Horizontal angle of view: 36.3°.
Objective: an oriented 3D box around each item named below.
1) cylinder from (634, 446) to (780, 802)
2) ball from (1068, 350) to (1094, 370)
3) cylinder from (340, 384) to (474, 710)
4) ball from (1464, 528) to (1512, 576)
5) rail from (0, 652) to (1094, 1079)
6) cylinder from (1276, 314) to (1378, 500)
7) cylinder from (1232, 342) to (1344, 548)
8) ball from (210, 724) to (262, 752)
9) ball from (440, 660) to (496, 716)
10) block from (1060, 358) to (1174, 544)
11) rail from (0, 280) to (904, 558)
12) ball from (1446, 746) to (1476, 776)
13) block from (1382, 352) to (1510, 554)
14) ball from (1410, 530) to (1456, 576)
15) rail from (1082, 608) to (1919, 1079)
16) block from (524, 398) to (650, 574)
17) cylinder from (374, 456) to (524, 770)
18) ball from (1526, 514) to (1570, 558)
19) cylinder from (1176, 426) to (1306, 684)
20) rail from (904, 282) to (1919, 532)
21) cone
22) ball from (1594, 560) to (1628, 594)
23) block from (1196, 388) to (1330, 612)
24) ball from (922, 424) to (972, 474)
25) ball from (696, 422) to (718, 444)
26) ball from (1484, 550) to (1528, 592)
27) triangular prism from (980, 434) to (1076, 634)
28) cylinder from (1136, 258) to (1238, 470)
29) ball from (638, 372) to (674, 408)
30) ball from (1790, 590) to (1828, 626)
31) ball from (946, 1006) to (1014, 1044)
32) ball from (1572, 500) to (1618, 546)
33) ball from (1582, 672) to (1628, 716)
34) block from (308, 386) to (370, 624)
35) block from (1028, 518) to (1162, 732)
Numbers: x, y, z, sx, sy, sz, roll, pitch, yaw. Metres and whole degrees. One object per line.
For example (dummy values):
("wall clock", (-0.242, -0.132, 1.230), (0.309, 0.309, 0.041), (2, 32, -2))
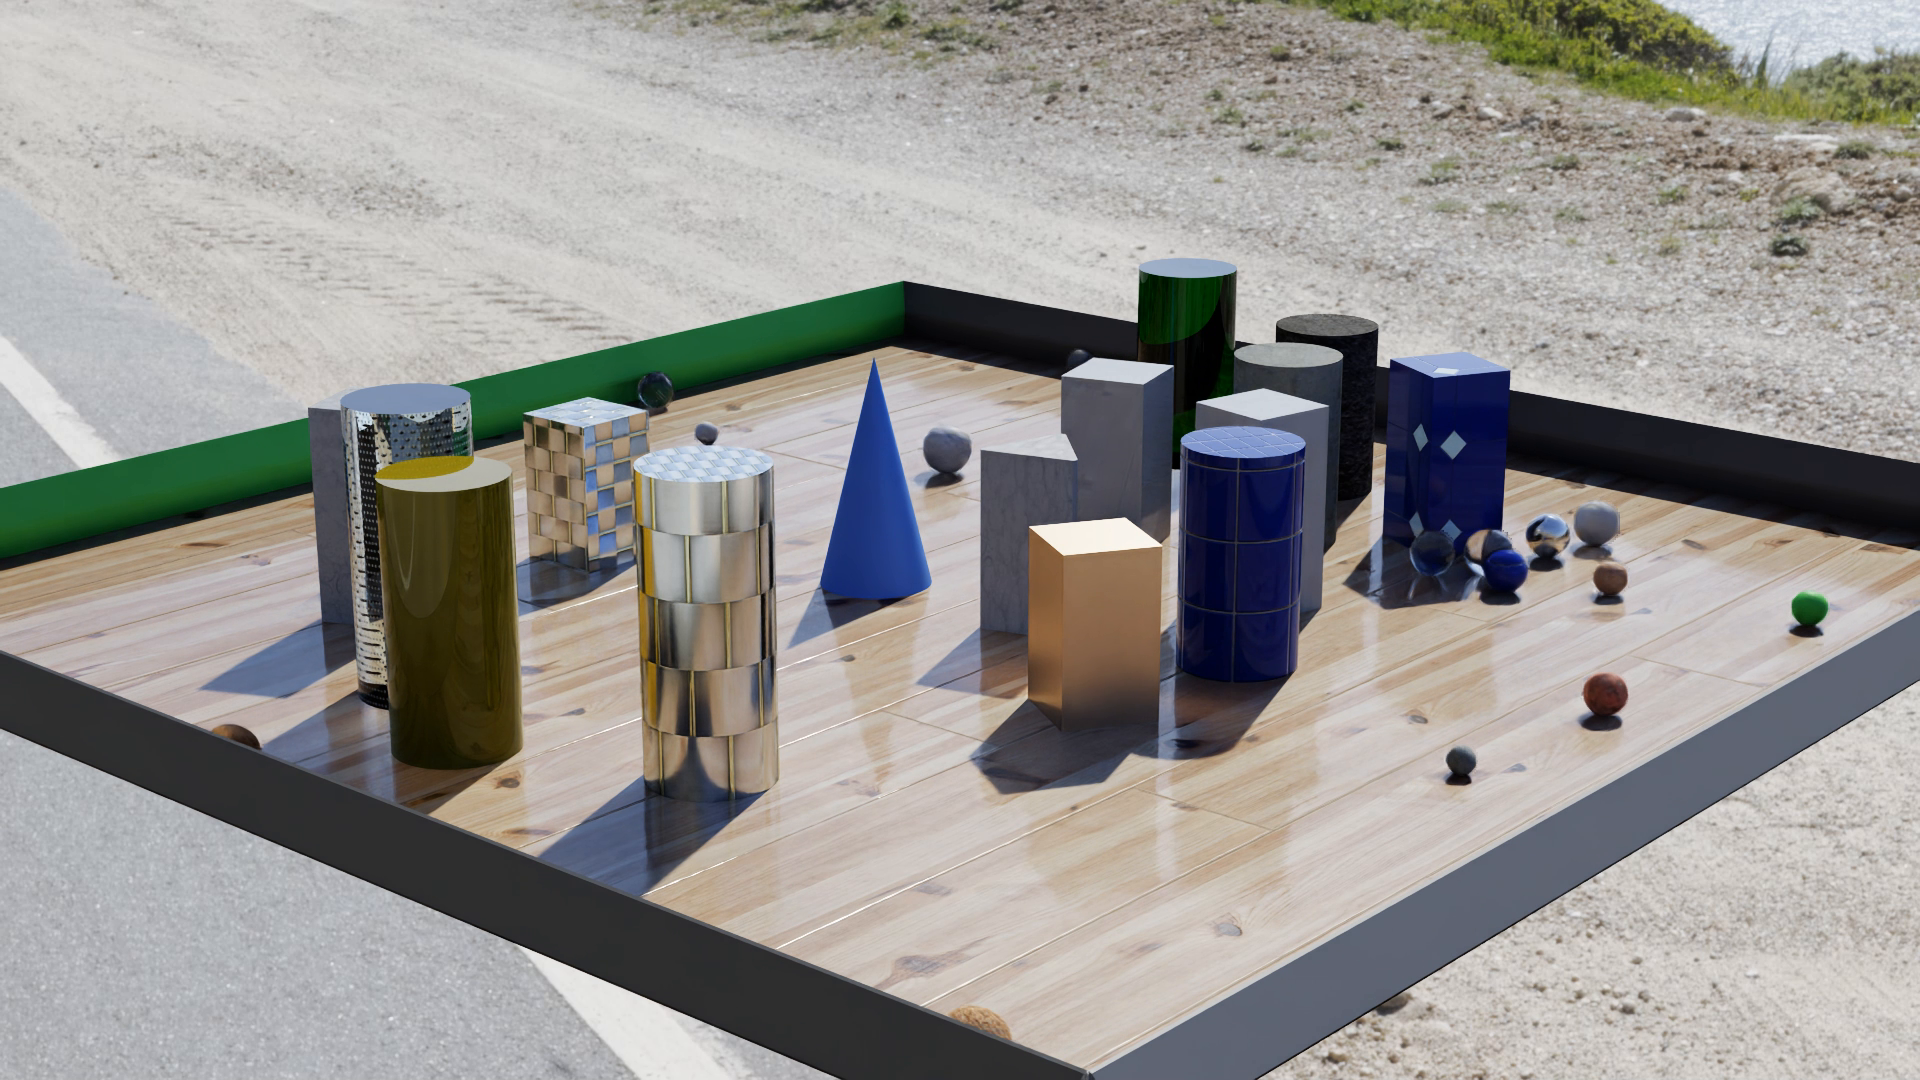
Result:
("cylinder", (-0.364, 0.119, 4.232), (0.199, 0.477, 0.199), (0, 17, 0))
("ball", (0.277, -0.404, 6.689), (0.061, 0.061, 0.061), (0, 17, 0))
("cylinder", (-0.855, 0.010, 4.593), (0.199, 0.478, 0.199), (0, 17, 0))
("ball", (0.943, 0.023, 5.229), (0.087, 0.087, 0.087), (0, 17, 0))
("rail", (-0.950, 0.348, 4.072), (2.920, 0.129, 0.045), (14, 22, 39))
("cylinder", (0.715, -0.262, 5.753), (0.199, 0.329, 0.199), (0, 17, 0))
("cylinder", (0.601, -0.172, 5.418), (0.199, 0.350, 0.199), (0, 17, 0))
("ball", (-1.060, 0.314, 4.253), (0.093, 0.093, 0.093), (0, 17, 0))
("ball", (-0.764, 0.229, 4.546), (0.085, 0.085, 0.085), (0, 17, 0))
("block", (0.289, -0.154, 5.403), (0.159, 0.325, 0.159), (7, 18, 23))
("rail", (-1.084, -0.239, 6.021), (0.045, 0.129, 2.946), (14, 22, 39))
("ball", (0.736, 0.323, 4.305), (0.044, 0.044, 0.044), (0, 17, 0))
("block", (0.894, -0.159, 5.398), (0.159, 0.337, 0.159), (-6, 18, -20))
("ball", (0.843, 0.024, 5.236), (0.080, 0.080, 0.080), (0, 17, 0))
("rail", (1.084, 0.304, 4.218), (0.045, 0.129, 2.946), (14, 22, 39))
("block", (-0.674, -0.101, 5.322), (0.159, 0.270, 0.159), (14, 21, 38))
("cylinder", (-0.757, 0.107, 4.361), (0.199, 0.426, 0.199), (0, 17, 0))
("ball", (1.071, -0.008, 5.343), (0.080, 0.080, 0.080), (0, 17, 0))
("cylinder", (0.452, 0.022, 4.734), (0.199, 0.374, 0.199), (0, 17, 0))
("rail", (0.950, -0.283, 6.167), (2.920, 0.129, 0.045), (14, 22, 39))
("cone", (-0.149, -0.122, 5.149), (0.199, 0.411, 0.199), (0, 17, 0))
("ball", (1.140, 0.066, 5.132), (0.060, 0.060, 0.060), (0, 17, 0))
("block", (0.513, -0.059, 5.029), (0.159, 0.359, 0.159), (-13, 21, -36))
("ball", (-0.026, -0.184, 5.893), (0.099, 0.099, 0.099), (0, 17, 0))
("ball", (-0.527, -0.222, 6.110), (0.047, 0.047, 0.047), (0, 17, 0))
("ball", (0.958, 0.054, 5.144), (0.076, 0.076, 0.076), (0, 17, 0))
("triangular prism", (0.143, -0.011, 4.950), (0.172, 0.312, 0.149), (8, 18, 24))
("cylinder", (0.459, -0.359, 5.962), (0.199, 0.395, 0.199), (0, 17, 0))
("ball", (-0.665, -0.328, 6.408), (0.078, 0.078, 0.078), (0, 17, 0))
("ball", (1.439, 0.115, 4.967), (0.060, 0.060, 0.060), (0, 17, 0))
("ball", (0.014, 0.582, 3.361), (0.094, 0.094, 0.094), (0, 17, 0))
("ball", (1.174, -0.031, 5.415), (0.083, 0.083, 0.083), (0, 17, 0))
("ball", (1.000, 0.238, 4.545), (0.069, 0.069, 0.069), (0, 17, 0))
("block", (-0.988, -0.057, 4.992), (0.159, 0.375, 0.159), (5, 17, 16))
("block", (0.207, 0.130, 4.534), (0.159, 0.283, 0.159), (-5, 18, -17))
